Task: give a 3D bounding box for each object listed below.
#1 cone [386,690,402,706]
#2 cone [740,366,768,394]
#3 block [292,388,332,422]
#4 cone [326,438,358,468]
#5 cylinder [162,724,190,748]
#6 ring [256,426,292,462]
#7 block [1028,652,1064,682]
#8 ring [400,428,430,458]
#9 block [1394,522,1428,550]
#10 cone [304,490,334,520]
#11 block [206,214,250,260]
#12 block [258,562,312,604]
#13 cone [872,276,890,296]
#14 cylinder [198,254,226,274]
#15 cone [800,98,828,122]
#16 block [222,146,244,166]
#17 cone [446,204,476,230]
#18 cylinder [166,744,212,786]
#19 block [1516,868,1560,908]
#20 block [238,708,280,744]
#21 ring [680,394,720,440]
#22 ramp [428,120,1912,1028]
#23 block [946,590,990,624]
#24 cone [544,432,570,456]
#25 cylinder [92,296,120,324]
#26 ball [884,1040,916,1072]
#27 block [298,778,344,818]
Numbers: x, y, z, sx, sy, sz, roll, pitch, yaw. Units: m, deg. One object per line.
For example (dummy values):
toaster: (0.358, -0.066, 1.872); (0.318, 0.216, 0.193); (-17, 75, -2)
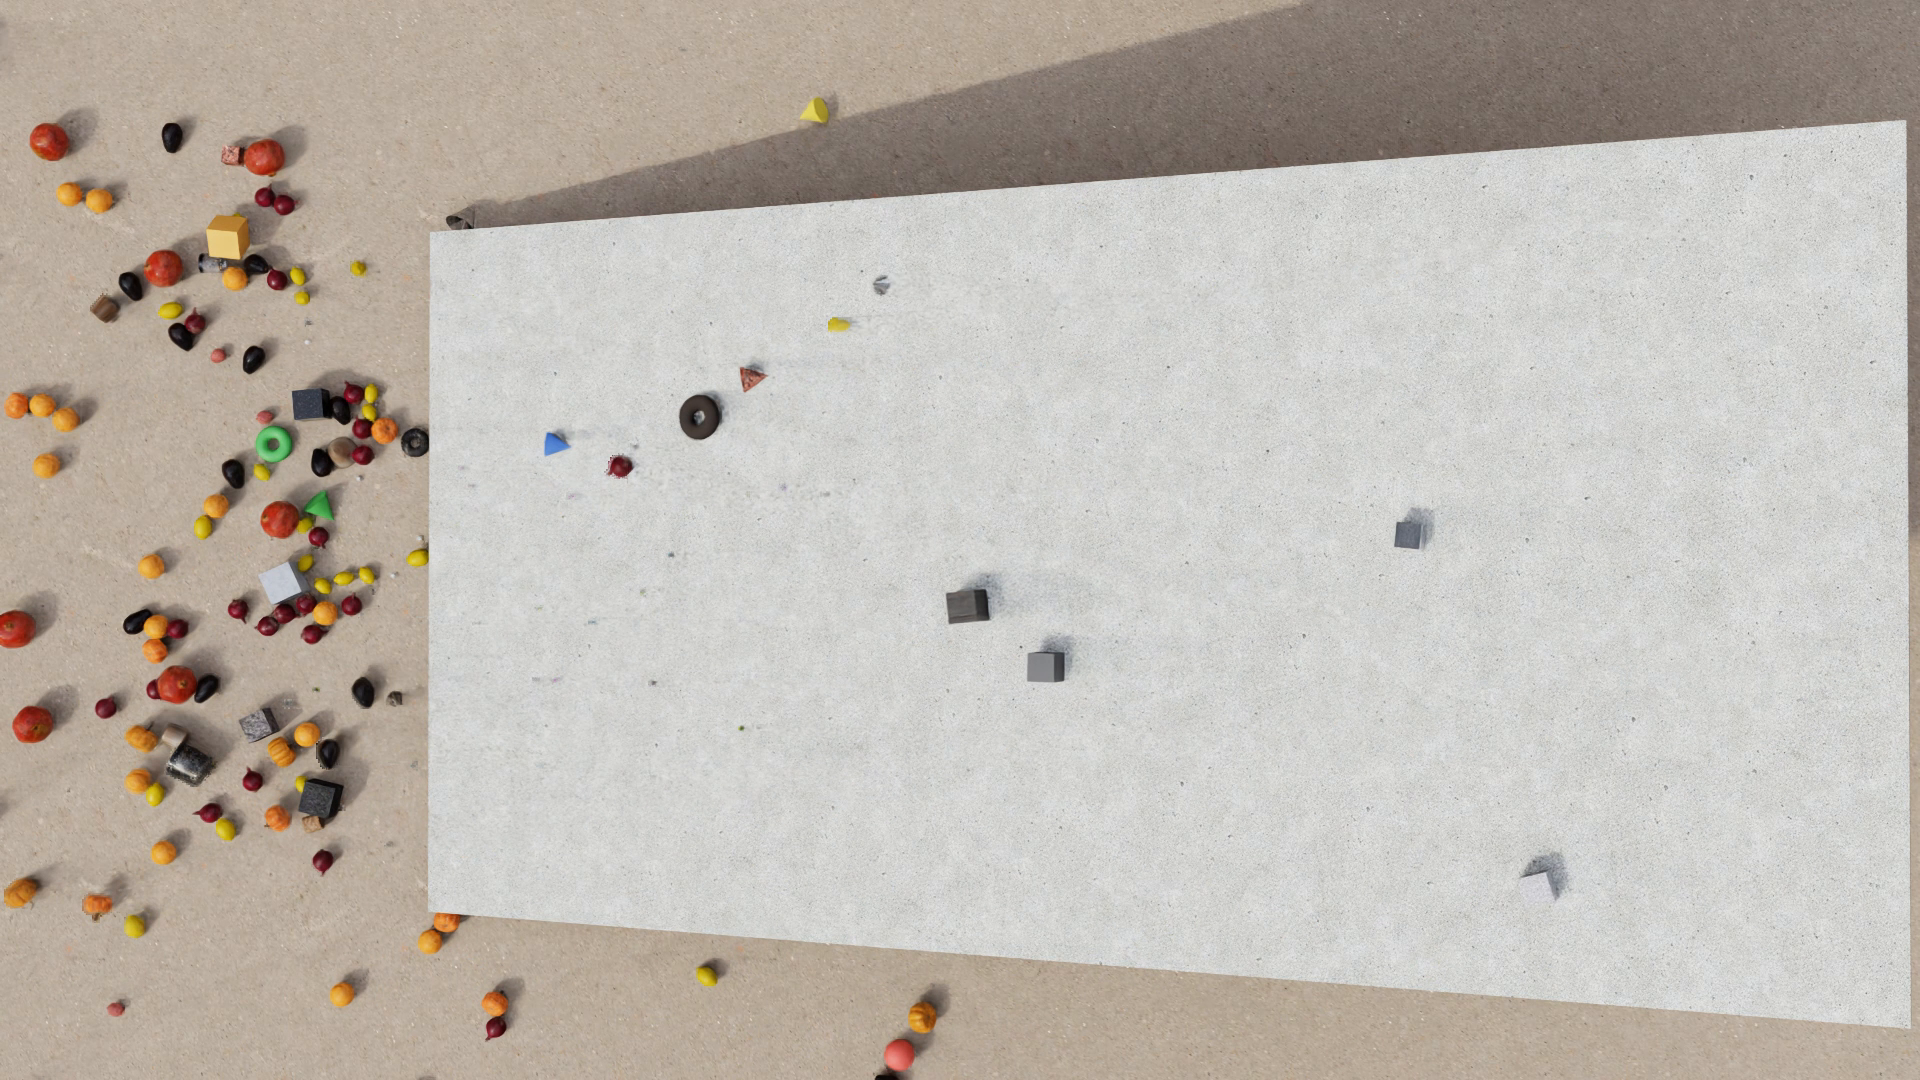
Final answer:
cone: (-1.667, 0.481, 6.525); (0.050, 0.050, 0.050); (-18, 123, -31)
cone: (-0.560, -0.444, 6.013); (0.076, 0.076, 0.076); (-10, 89, -3)
block: (-1.924, -0.400, 6.528); (0.086, 0.086, 0.086); (-5, 89, 0)
cone: (-1.845, -0.261, 6.522); (0.095, 0.095, 0.095); (0, 89, 0)
cylinder: (-2.327, 0.584, 6.529); (0.060, 0.060, 0.060); (25, 89, 0)
ring: (-2.044, -0.286, 6.552); (0.109, 0.036, 0.109); (0, 89, -1)
block: (0.220, 0.326, 5.633); (0.073, 0.073, 0.073); (1, 90, 24)
ring: (-1.624, -0.290, 6.556); (0.087, 0.029, 0.087); (0, 90, -1)
block: (1.078, -0.010, 5.260); (0.061, 0.061, 0.061); (6, 92, 24)
cone: (-1.892, -0.087, 6.548); (0.085, 0.085, 0.085); (-39, 116, 0)
block: (-2.167, -0.897, 6.514); (0.091, 0.091, 0.091); (6, 126, 0)
block: (-2.001, 0.128, 6.517); (0.096, 0.096, 0.096); (-25, 89, 0)
cone: (-0.220, -0.681, 5.854); (0.052, 0.052, 0.052); (0, 89, 24)
cylinder: (-2.227, -0.823, 6.546); (0.060, 0.060, 0.060); (2, 89, 0)
cone: (-0.448, -1.269, 6.564); (0.080, 0.080, 0.080); (-18, 89, 26)
block: (-2.167, -1.146, 6.555); (0.050, 0.050, 0.050); (5, 89, 0)
cone: (-1.467, -0.969, 6.557); (0.095, 0.095, 0.095); (26, 63, 0)
cylinder: (-2.280, 0.665, 6.512); (0.093, 0.093, 0.093); (26, 89, 0)
block: (1.347, 0.813, 5.125); (0.070, 0.070, 0.070); (-19, 82, 23)
block: (-2.078, 0.550, 6.522); (0.077, 0.077, 0.077); (-25, 89, 0)
ring: (-0.720, -0.340, 6.079); (0.125, 0.042, 0.125); (-1, 88, 25)
ramp: (0.283, 0.083, 5.703); (4.000, 0.100, 2.000); (0, 89, 24)
block: (0.020, 0.174, 5.720); (0.081, 0.081, 0.081); (-7, 86, 24)
cone: (-1.144, -0.268, 6.273); (0.071, 0.071, 0.071); (10, 89, 3)
cylinder: (-2.541, -0.686, 6.545); (0.060, 0.060, 0.060); (42, 89, 0)
ball: (-0.178, 1.525, 6.503); (0.090, 0.090, 0.090); (0, 89, 0)
block: (-1.892, 0.765, 6.512); (0.091, 0.091, 0.091); (14, 89, 0)
